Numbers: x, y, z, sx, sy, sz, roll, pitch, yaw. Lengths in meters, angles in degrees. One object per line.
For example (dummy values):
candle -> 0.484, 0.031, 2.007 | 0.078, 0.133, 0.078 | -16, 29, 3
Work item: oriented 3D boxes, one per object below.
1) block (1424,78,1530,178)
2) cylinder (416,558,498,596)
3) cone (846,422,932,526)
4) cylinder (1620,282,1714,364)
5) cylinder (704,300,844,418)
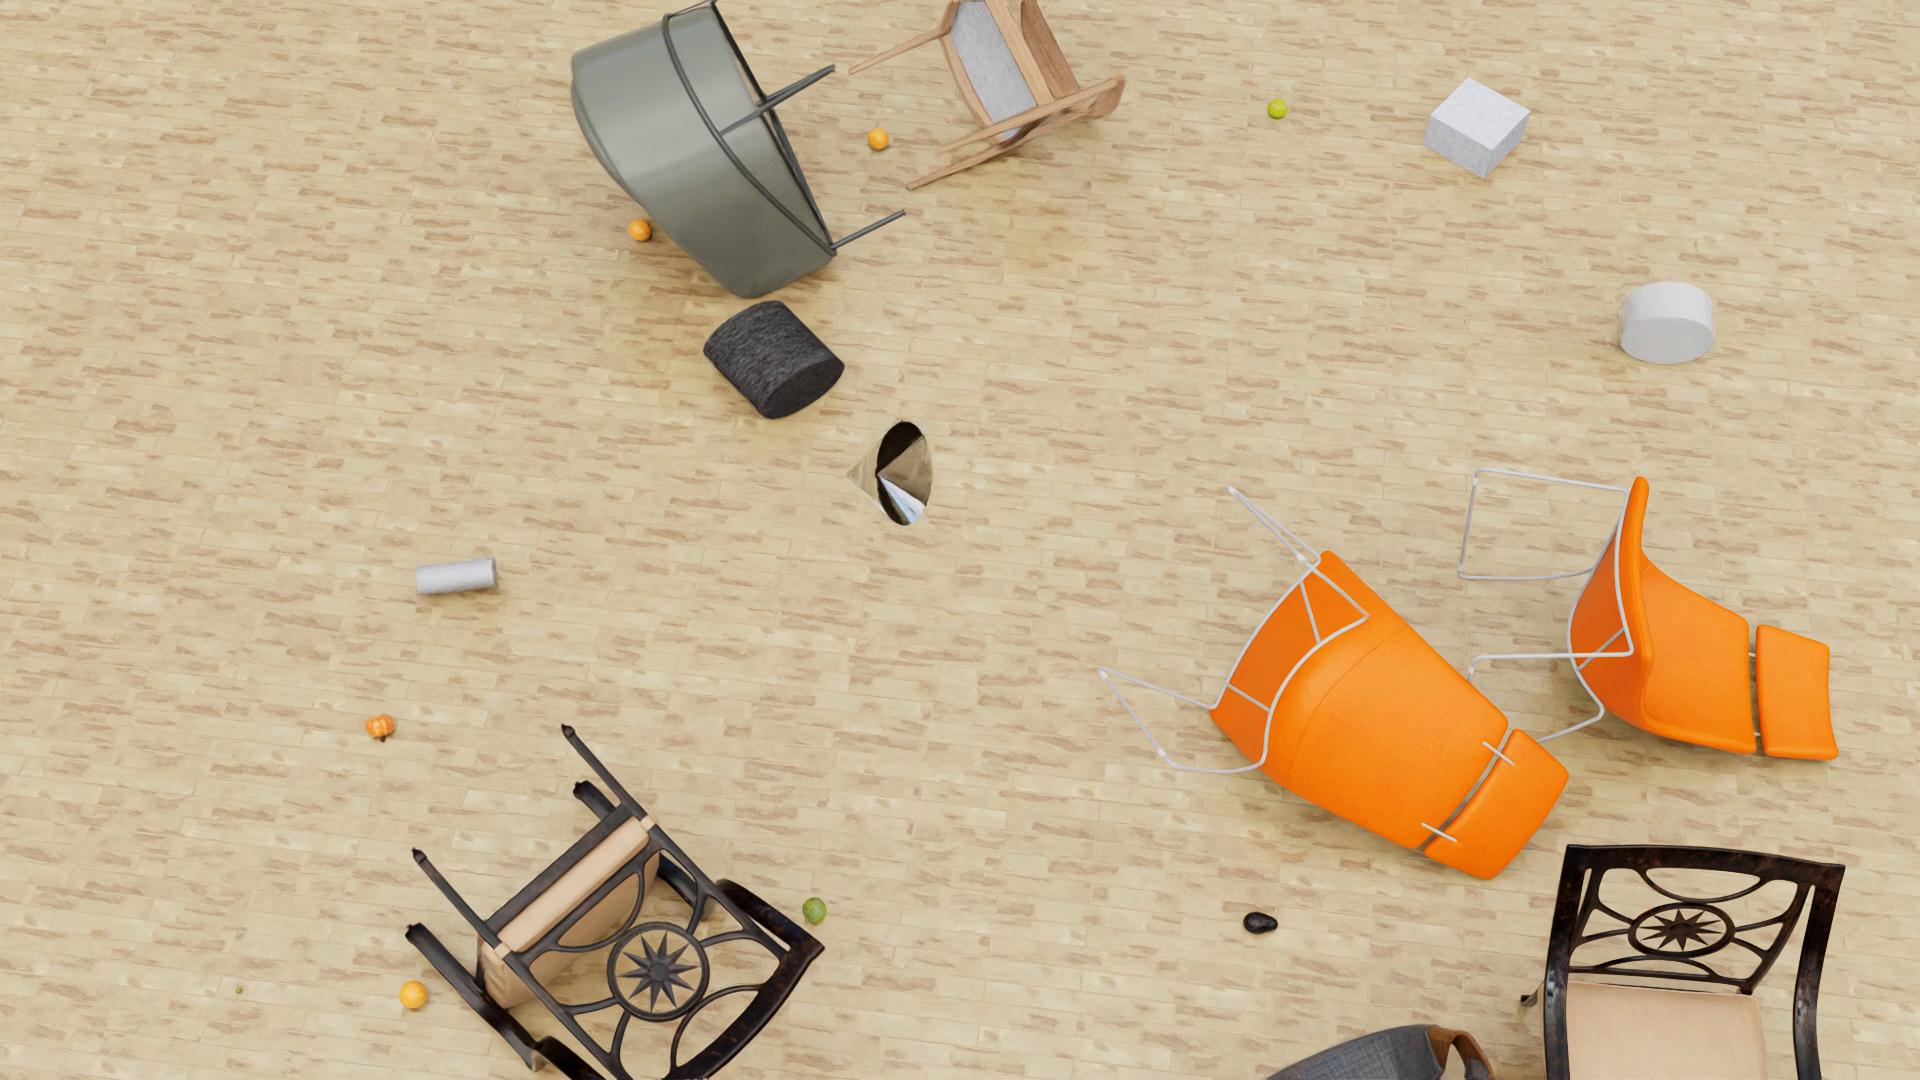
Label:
block -> 1.743, -1.392, 7.424 | 0.245, 0.139, 0.235 | 35, 63, 21
cylinder -> -1.473, 0.108, 6.441 | 0.219, 0.109, 0.085 | -7, 97, -5
cone -> -0.258, -0.197, 6.633 | 0.234, 0.267, 0.312 | -1, 81, 38
cylinder -> 2.213, -0.680, 6.892 | 0.278, 0.228, 0.141 | 2, 56, 14
cylinder -> -0.579, -0.564, 6.838 | 0.320, 0.186, 0.304 | -31, 61, -26
